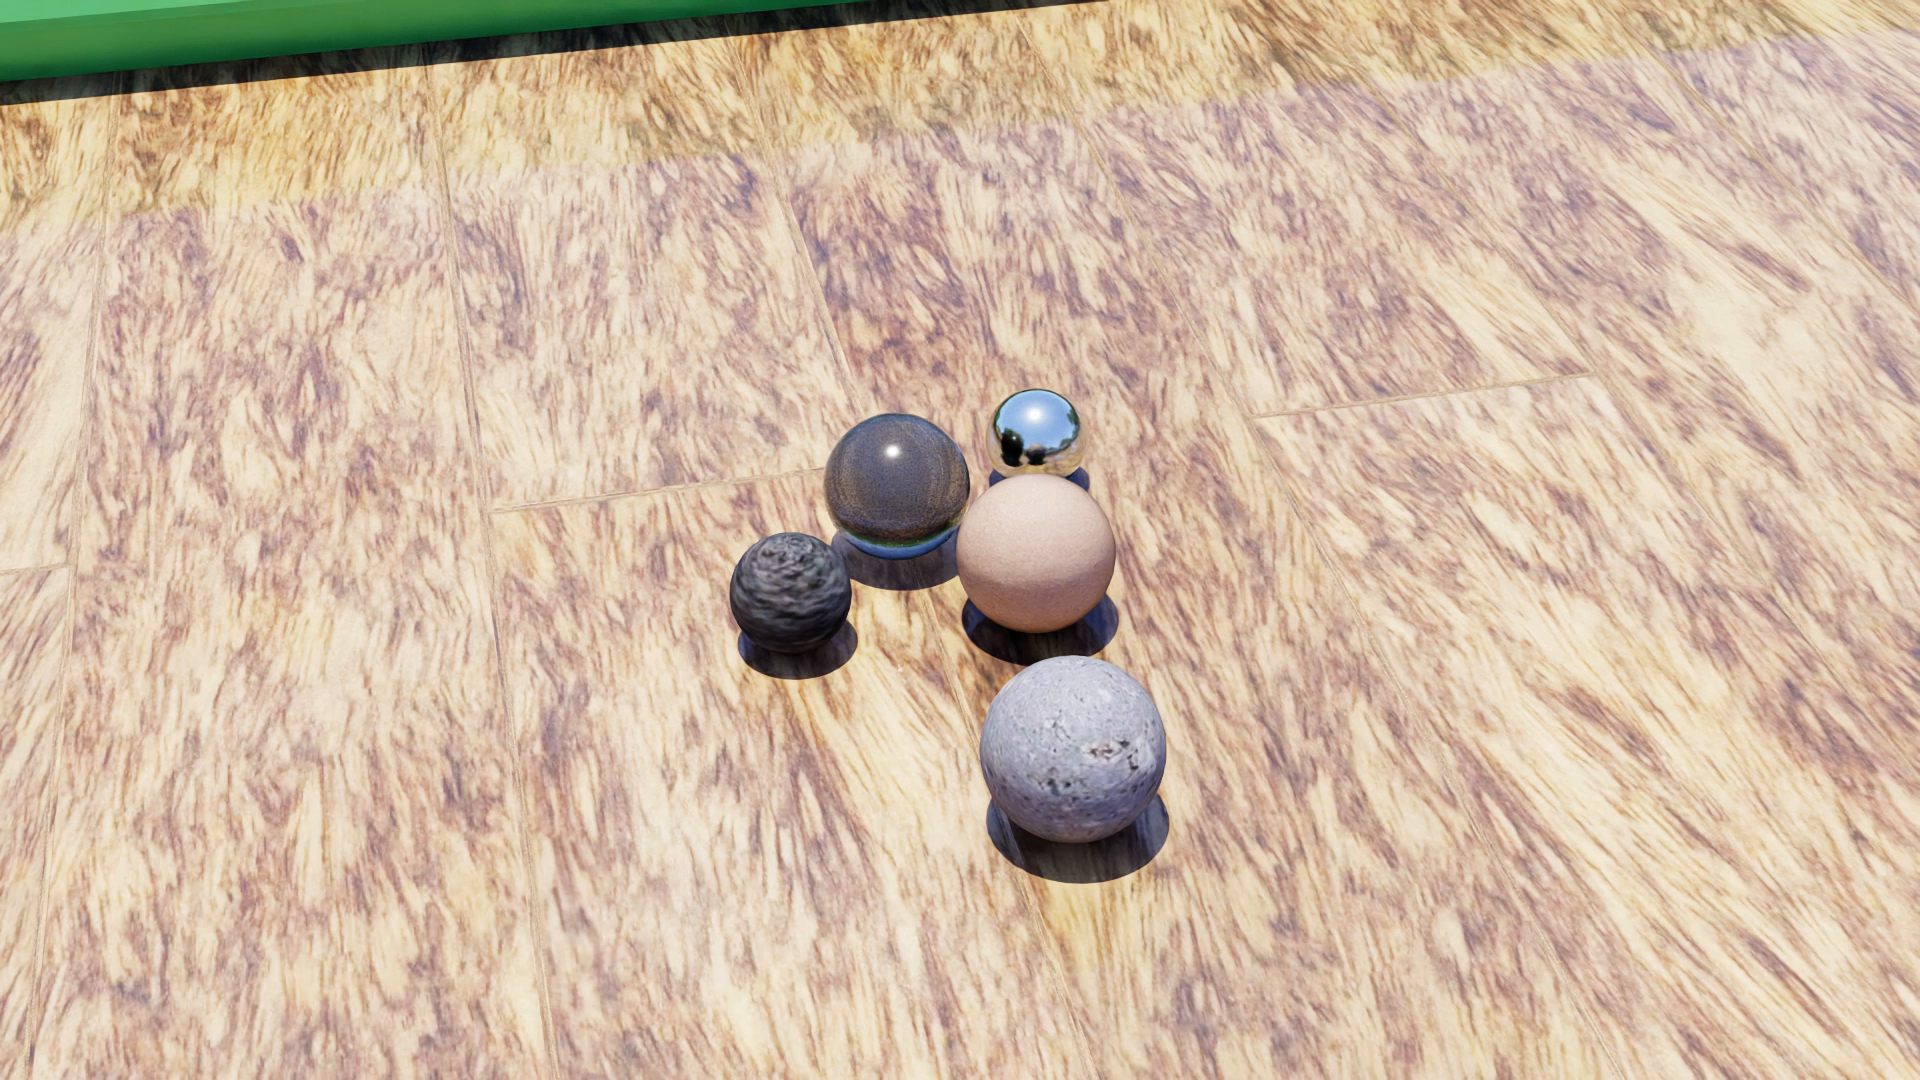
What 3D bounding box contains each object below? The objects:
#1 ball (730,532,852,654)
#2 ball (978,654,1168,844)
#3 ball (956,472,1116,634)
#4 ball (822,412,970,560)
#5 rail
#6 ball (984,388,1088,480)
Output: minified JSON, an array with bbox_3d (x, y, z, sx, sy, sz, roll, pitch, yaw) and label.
[{"bbox_3d":[-0.098,0.031,1.485,0.071,0.071,0.071,0,36,0],"label":"ball"},{"bbox_3d":[0.060,0.110,1.352,0.099,0.099,0.099,0,36,0],"label":"ball"},{"bbox_3d":[0.044,0.008,1.497,0.094,0.094,0.094,0,36,0],"label":"ball"},{"bbox_3d":[-0.039,-0.032,1.556,0.090,0.090,0.090,0,36,0],"label":"ball"},{"bbox_3d":[0.626,-0.601,2.300,3.304,0.129,0.045,-8,37,-10],"label":"rail"},{"bbox_3d":[0.048,-0.064,1.620,0.065,0.065,0.065,0,36,0],"label":"ball"}]
